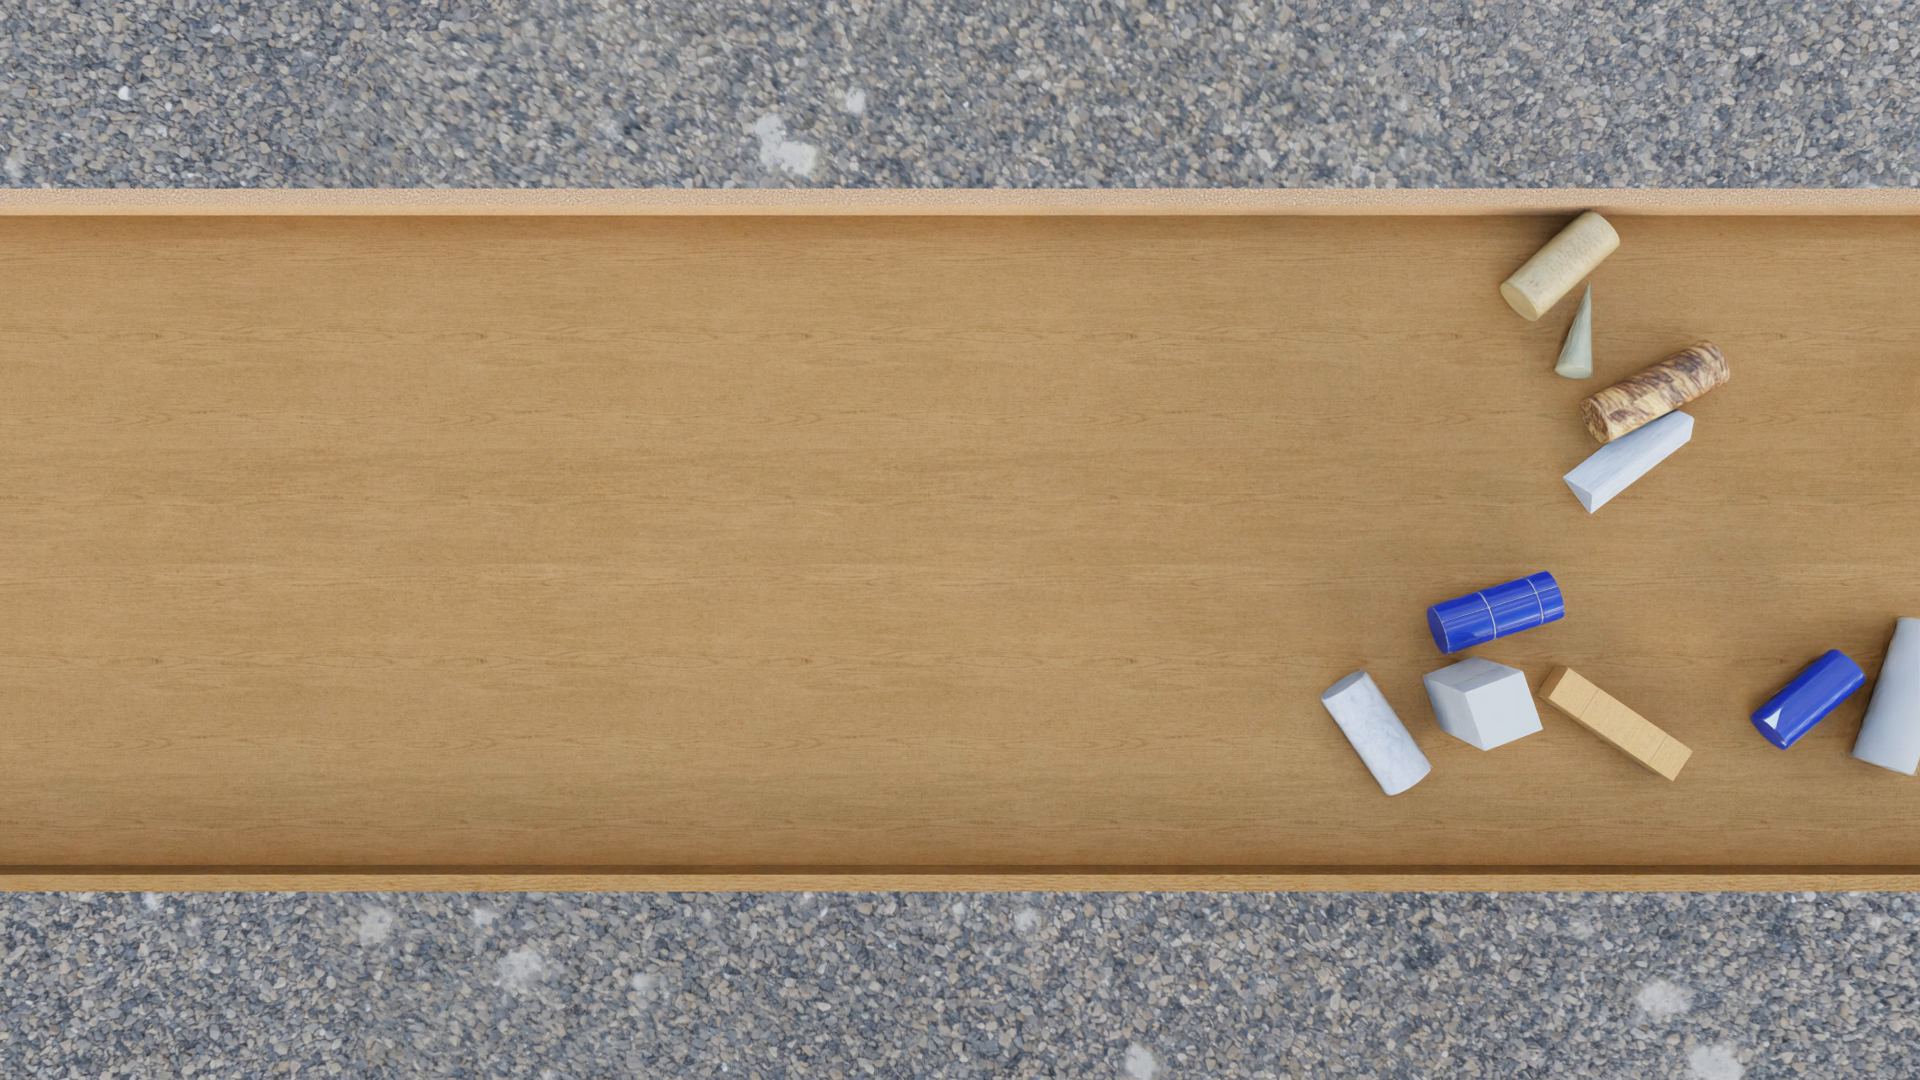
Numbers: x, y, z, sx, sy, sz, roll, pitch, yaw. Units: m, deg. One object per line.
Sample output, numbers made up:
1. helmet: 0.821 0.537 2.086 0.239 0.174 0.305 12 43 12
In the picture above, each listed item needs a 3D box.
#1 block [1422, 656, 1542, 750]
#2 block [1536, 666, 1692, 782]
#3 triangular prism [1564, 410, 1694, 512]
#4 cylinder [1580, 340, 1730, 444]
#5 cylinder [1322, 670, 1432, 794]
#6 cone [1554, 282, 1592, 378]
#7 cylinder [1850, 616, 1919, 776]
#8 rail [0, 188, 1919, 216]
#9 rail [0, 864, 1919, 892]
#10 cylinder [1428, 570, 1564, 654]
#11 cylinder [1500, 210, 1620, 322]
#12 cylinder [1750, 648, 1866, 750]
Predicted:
1. block: 1.539 0.478 4.881 0.178 0.377 0.178 -20 93 -2
2. block: 1.990 0.556 5.022 0.450 0.109 0.109 34 90 0
3. triangular prism: 2.049 -0.252 5.013 0.382 0.121 0.139 -37 90 0
4. cylinder: 2.106 -0.449 5.002 0.405 0.150 0.150 -27 90 0
5. cylinder: 1.261 0.581 4.996 0.161 0.161 0.350 -35 90 0
6. cone: 1.903 -0.657 5.050 0.106 0.106 0.303 14 80 0
7. cylinder: 2.863 0.472 4.990 0.173 0.173 0.446 19 90 0
8. rail: -2.247 -1.025 5.002 12.000 0.150 0.050 0 90 0
9. rail: -2.247 1.025 5.001 12.000 0.150 0.050 0 90 0
10. cylinder: 1.622 0.220 5.000 0.365 0.154 0.154 -17 90 0
11. cylinder: 1.818 -0.831 5.001 0.332 0.153 0.153 -42 90 0
12. cylinder: 2.574 0.482 5.008 0.312 0.136 0.136 -40 90 0
